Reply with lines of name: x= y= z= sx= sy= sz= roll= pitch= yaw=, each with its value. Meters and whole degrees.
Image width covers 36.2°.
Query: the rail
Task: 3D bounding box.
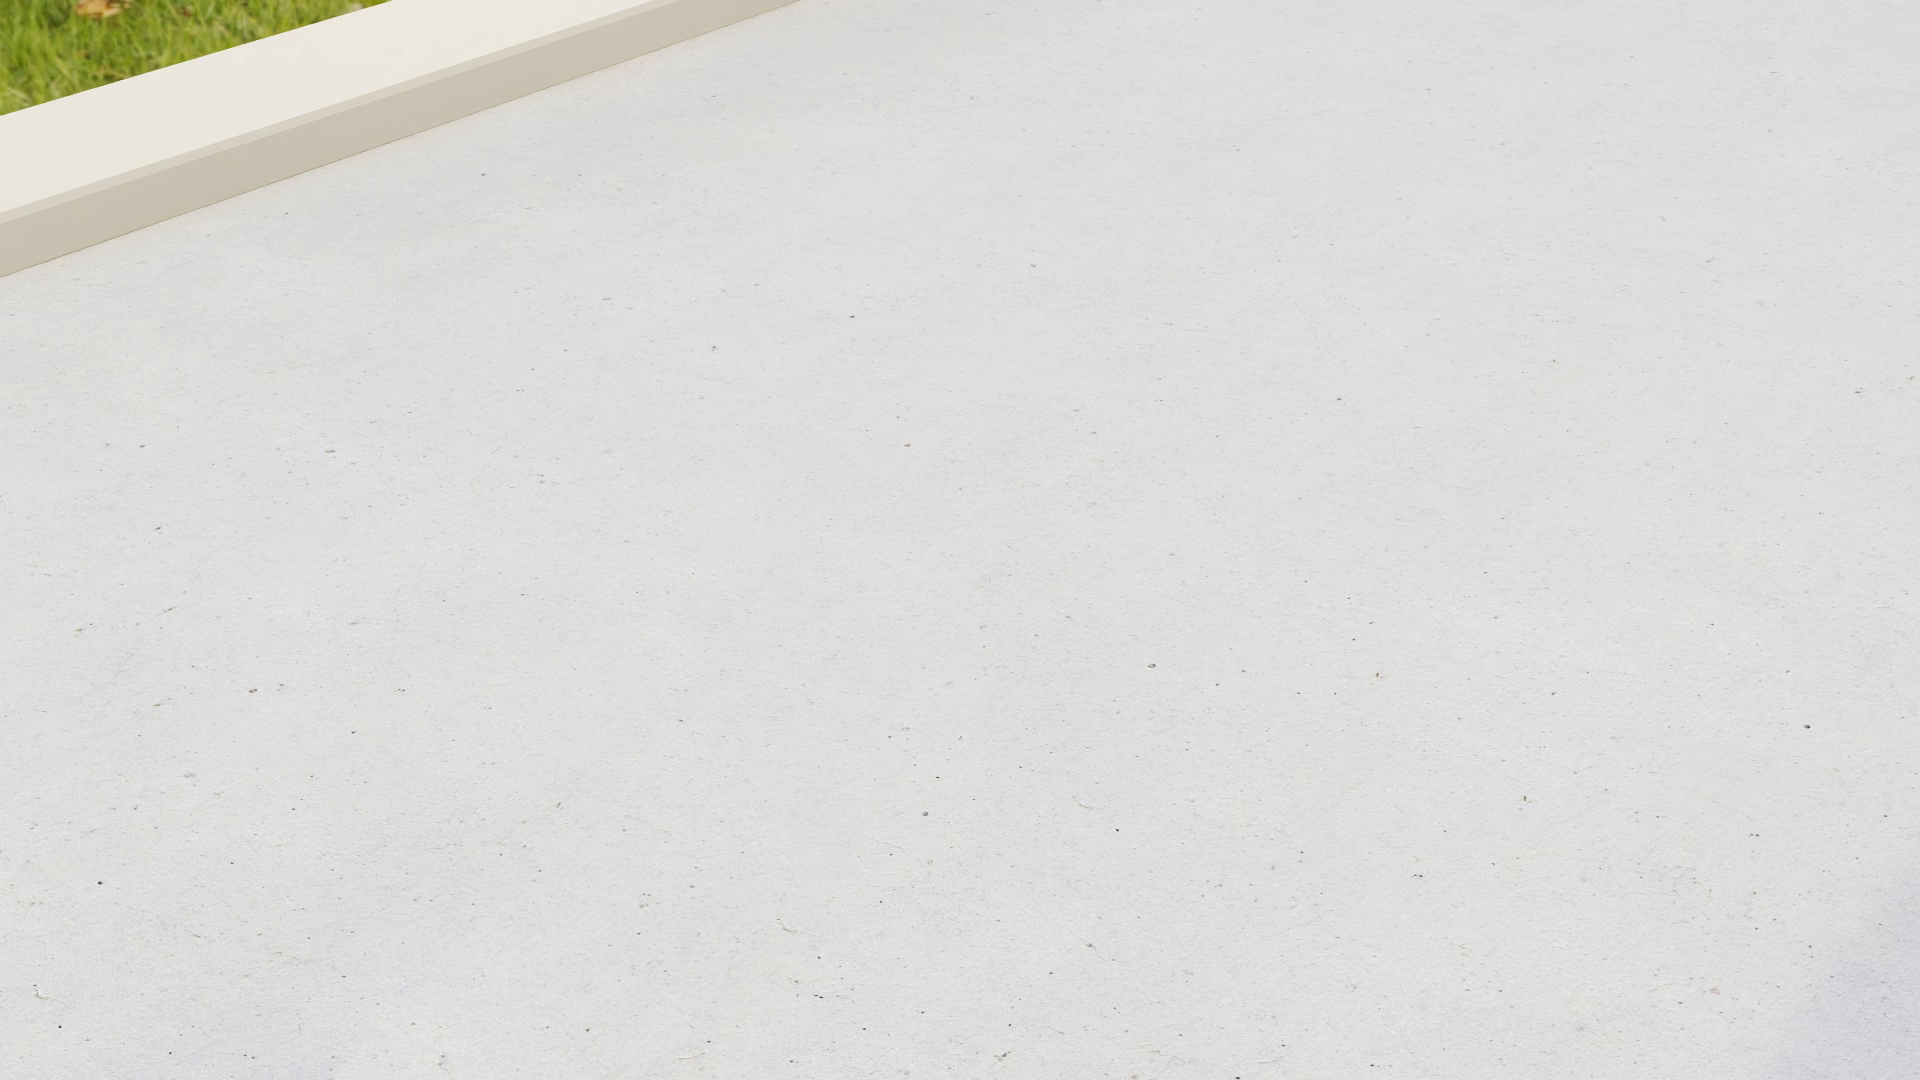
rail: x=-0.317 y=-0.552 z=2.991 sx=0.045 sy=0.129 sz=3.505 roll=16 pitch=29 yaw=30
